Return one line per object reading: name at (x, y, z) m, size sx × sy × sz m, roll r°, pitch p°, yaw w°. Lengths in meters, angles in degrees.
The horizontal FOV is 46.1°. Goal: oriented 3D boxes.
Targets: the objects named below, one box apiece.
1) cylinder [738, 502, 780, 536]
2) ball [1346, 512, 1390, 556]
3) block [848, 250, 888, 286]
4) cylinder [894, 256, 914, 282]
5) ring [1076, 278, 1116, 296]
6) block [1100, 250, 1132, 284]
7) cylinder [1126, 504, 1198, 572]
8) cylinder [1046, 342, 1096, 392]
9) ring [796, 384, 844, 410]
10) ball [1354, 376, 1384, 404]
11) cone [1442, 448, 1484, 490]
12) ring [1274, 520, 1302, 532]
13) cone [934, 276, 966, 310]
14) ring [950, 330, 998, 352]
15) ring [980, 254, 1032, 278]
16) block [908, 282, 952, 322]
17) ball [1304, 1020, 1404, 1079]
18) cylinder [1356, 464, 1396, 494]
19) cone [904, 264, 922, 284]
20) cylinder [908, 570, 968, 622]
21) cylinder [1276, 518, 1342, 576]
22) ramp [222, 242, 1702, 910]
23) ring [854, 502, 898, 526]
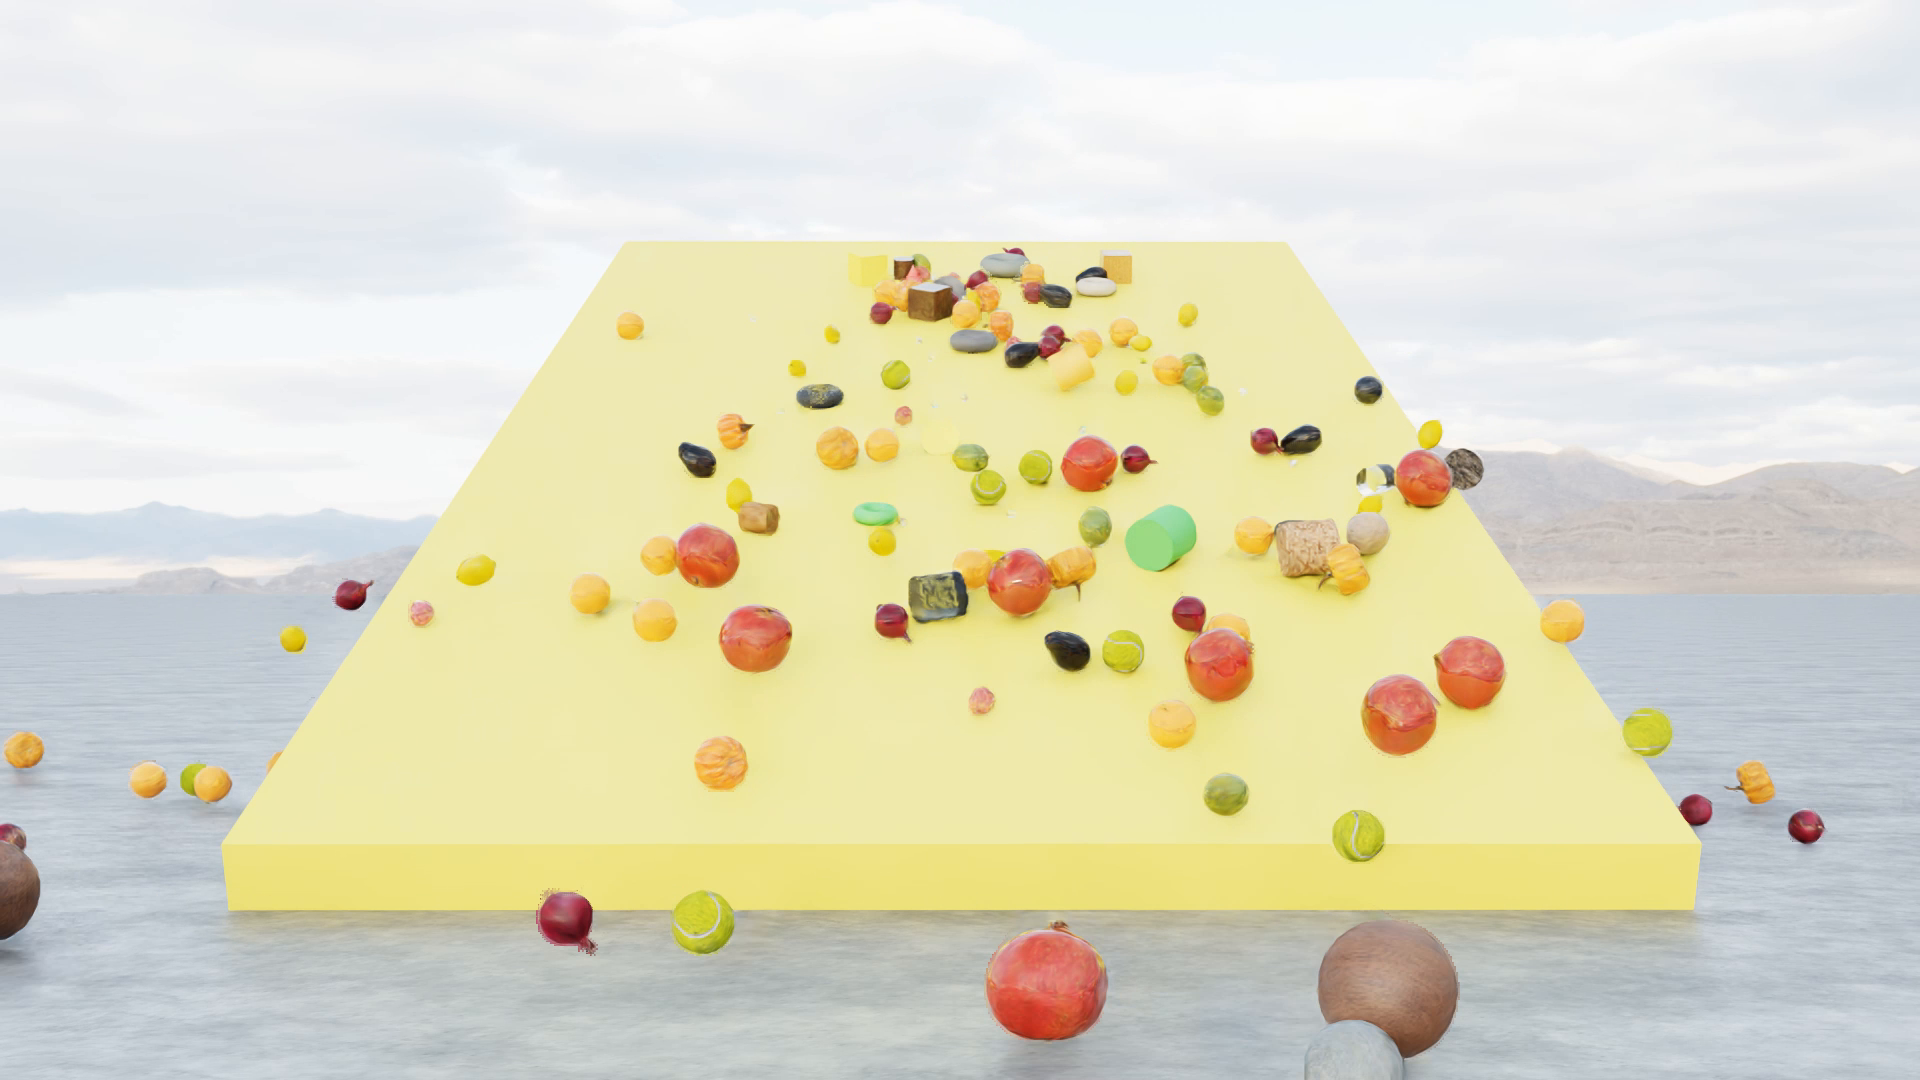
cylinder at (-0.379, -0.041, 4.253) m, size 0.058 × 0.058 × 0.058 m, roll 7°, pitch 1°, yaw 20°
ball at (0.749, -0.012, 4.141) m, size 0.081 × 0.081 × 0.081 m, roll 0°, pitch -1°, yaw 0°
block at (-0.256, -0.758, 6.280) m, size 0.081 × 0.081 × 0.081 m, roll -10°, pitch 22°, yaw -27°
cylinder at (-0.158, -0.761, 6.324) m, size 0.057 × 0.057 × 0.057 m, roll 0°, pitch 19°, yaw 0°
ring at (0.372, -0.690, 6.156) m, size 0.113 × 0.038 × 0.113 m, roll 1°, pitch 18°, yaw 0°
block at (0.434, -0.763, 6.298) m, size 0.080 × 0.080 × 0.080 m, roll -1°, pitch 19°, yaw -4°
cylinder at (0.365, -0.004, 4.091) m, size 0.098 × 0.098 × 0.098 m, roll -1°, pitch 16°, yaw 33°
cylinder at (0.257, -0.400, 5.199) m, size 0.087 × 0.087 × 0.087 m, roll -25°, pitch -3°, yaw 4°
ring at (-0.317, -0.325, 5.103) m, size 0.109 × 0.036 × 0.109 m, roll -1°, pitch 23°, yaw 0°
ball at (0.925, -0.340, 5.105) m, size 0.066 × 0.066 × 0.066 m, roll 0°, pitch -1°, yaw 0°
cone at (1.008, -0.136, 4.570) m, size 0.084 × 0.084 × 0.084 m, roll 0°, pitch -8°, yaw -2°
ring at (0.631, -0.016, 4.234) m, size 0.080 × 0.027 × 0.080 m, roll 0°, pitch 20°, yaw 0°
cone at (-0.032, -0.648, 6.022) m, size 0.095 × 0.095 × 0.095 m, roll 0°, pitch -8°, yaw 0°
ring at (0.034, -0.492, 5.579) m, size 0.120 × 0.040 × 0.120 m, roll 1°, pitch 18°, yaw 0°
ring at (0.130, -0.777, 6.387) m, size 0.147 × 0.049 × 0.147 m, roll 1°, pitch 20°, yaw 0°
block at (-0.079, -0.620, 5.883) m, size 0.081 × 0.081 × 0.081 m, roll 13°, pitch 23°, yaw 32°
ball at (0.326, 0.439, 1.866) m, size 0.082 × 0.082 × 0.082 m, roll 0°, pitch -1°, yaw 0°
cylinder at (0.828, -0.120, 4.486) m, size 0.057 × 0.057 × 0.057 m, roll 3°, pitch -3°, yaw -39°
cone at (-0.130, -0.742, 6.279) m, size 0.052 × 0.052 × 0.052 m, roll 0°, pitch 19°, yaw 0°
cylinder at (-0.038, 0.096, 3.829) m, size 0.078 × 0.078 × 0.078 m, roll -8°, pitch 2°, yaw -22°
cylinder at (0.623, 0.013, 4.031) m, size 0.095 × 0.095 × 0.095 m, roll -6°, pitch -1°, yaw -3°
ramp at (-0.004, -0.199, 4.950) m, size 2.000 × 0.100 × 4.000 m, roll 0°, pitch 19°, yaw 0°
ring at (-0.162, -0.050, 4.326) m, size 0.087 × 0.029 × 0.087 m, roll 0°, pitch 18°, yaw 0°
